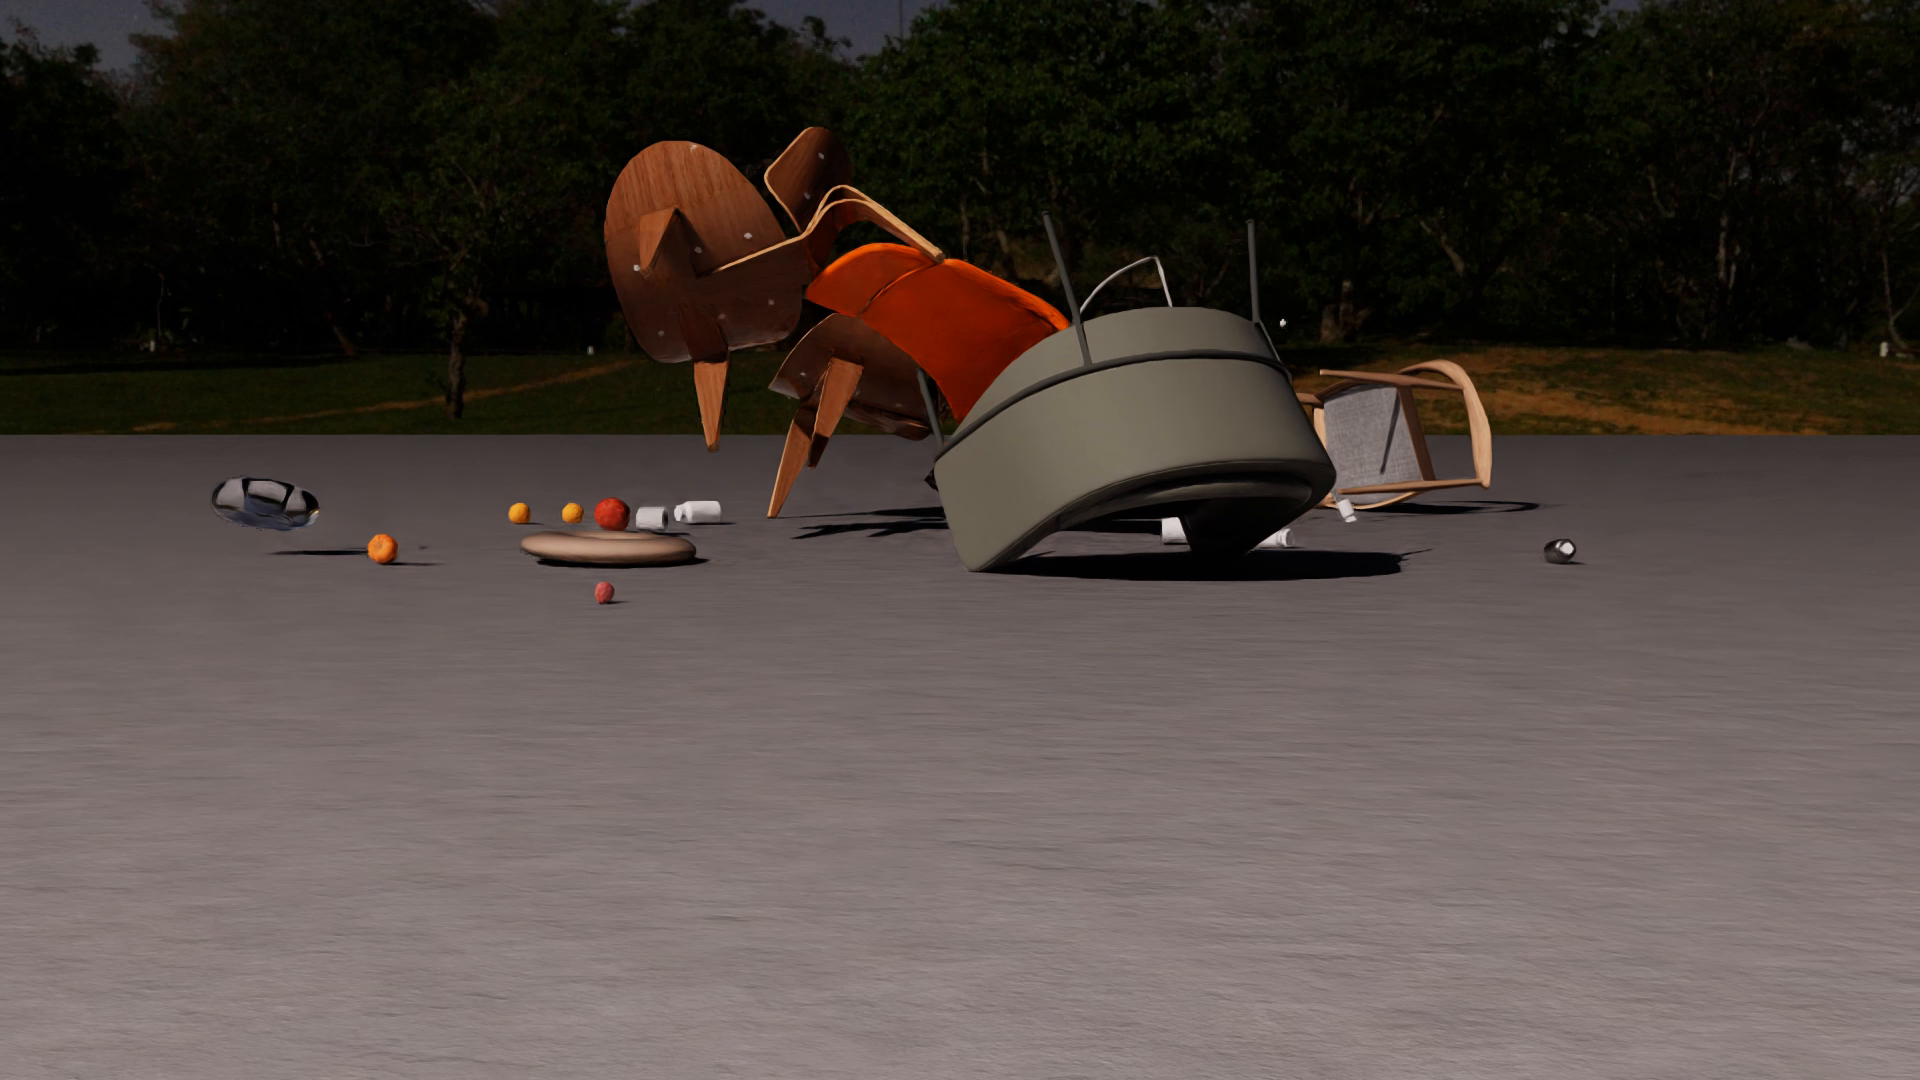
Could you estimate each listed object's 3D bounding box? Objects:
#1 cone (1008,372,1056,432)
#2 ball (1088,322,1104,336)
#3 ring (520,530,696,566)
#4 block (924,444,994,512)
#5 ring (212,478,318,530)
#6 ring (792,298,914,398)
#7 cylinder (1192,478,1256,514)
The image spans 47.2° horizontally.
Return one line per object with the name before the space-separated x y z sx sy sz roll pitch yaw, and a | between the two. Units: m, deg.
cone | 0.254 -0.447 7.494 0.118 0.179 0.224 19 40 37
ball | 0.509 -0.786 8.210 0.056 0.056 0.056 0 4 0
ring | -0.911 0.019 5.703 0.466 0.066 0.436 5 4 30
block | -0.005 -0.222 7.972 0.166 0.168 0.101 39 1 -19
ring | -1.865 -0.096 5.909 0.281 0.097 0.186 7 -20 -5
ring | -0.370 -0.666 7.646 0.484 0.165 0.405 -30 -15 -22
cylinder | 0.947 -0.159 7.911 0.211 0.129 0.168 0 -6 0
